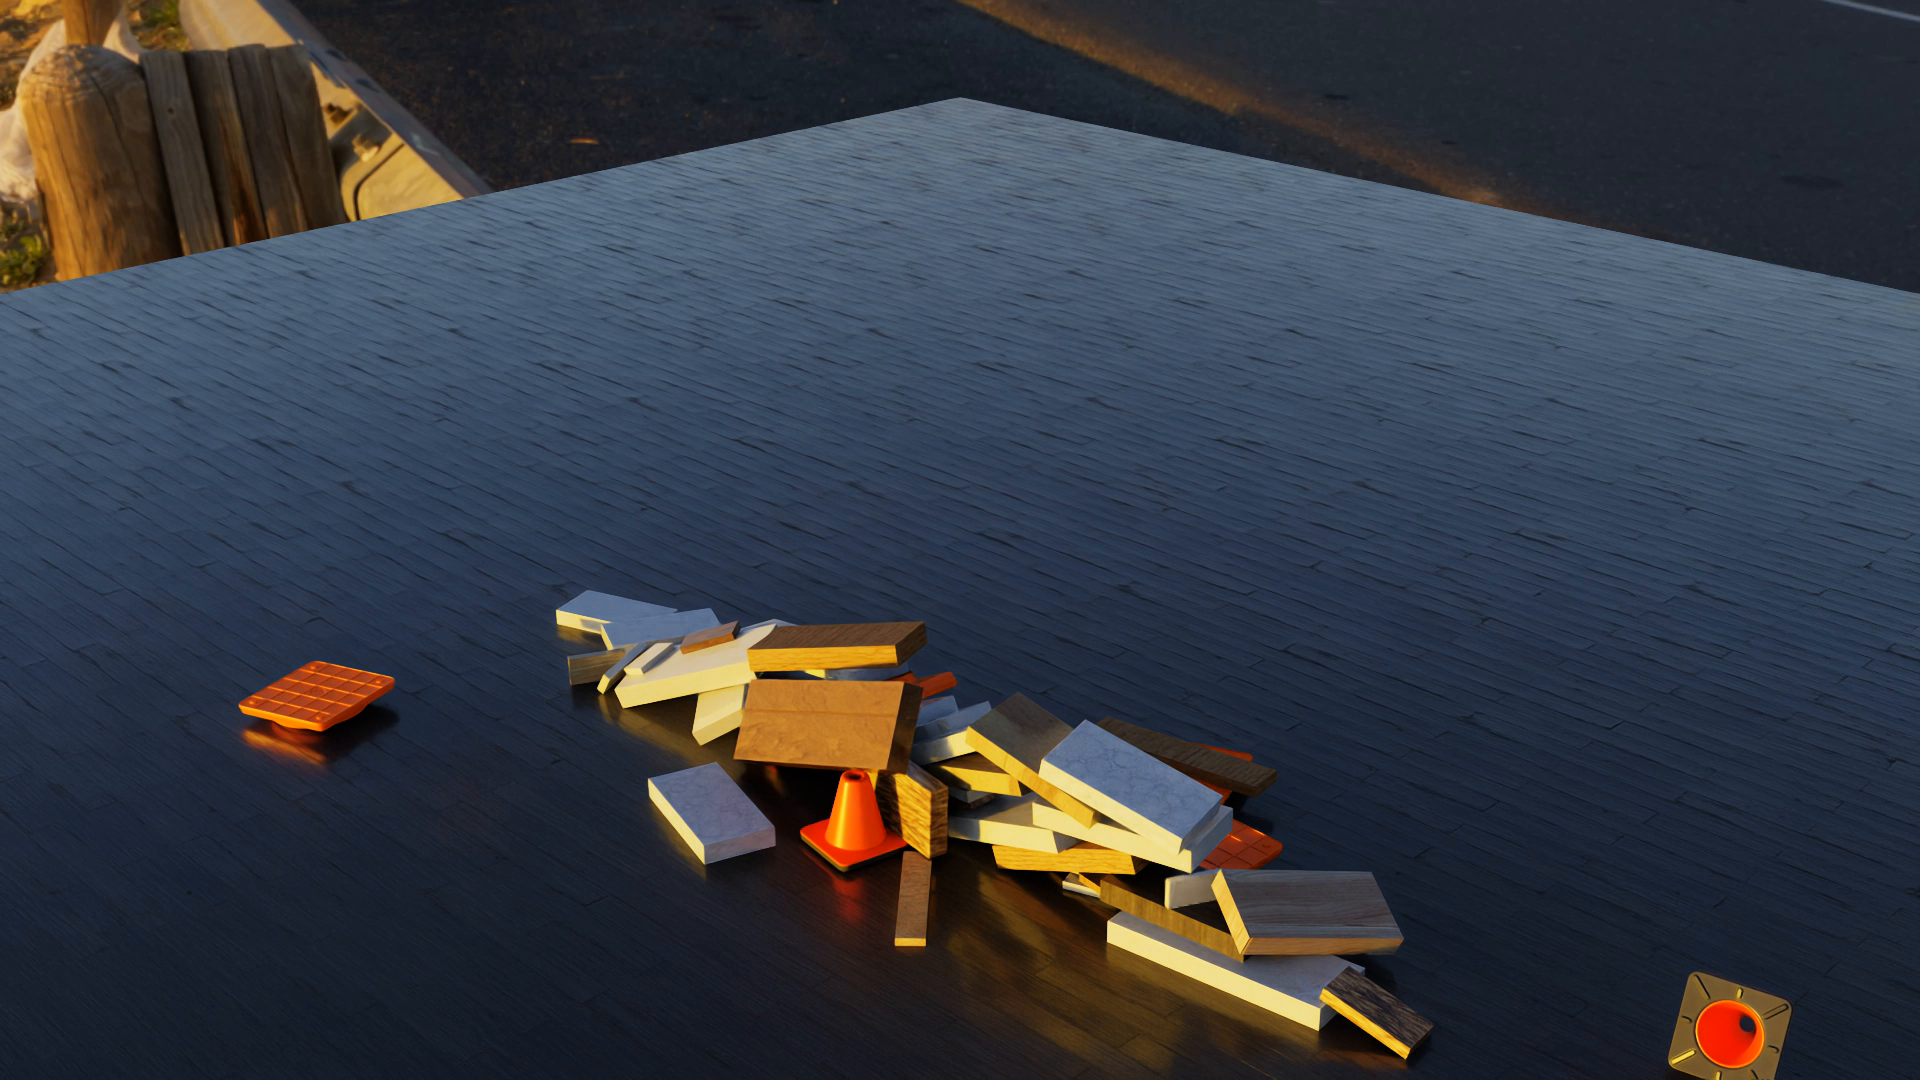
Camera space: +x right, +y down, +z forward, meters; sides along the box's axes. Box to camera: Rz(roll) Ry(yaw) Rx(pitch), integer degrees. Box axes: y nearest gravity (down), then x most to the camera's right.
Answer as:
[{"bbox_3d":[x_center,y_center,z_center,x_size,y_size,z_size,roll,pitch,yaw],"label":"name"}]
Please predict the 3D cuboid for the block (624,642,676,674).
[{"bbox_3d":[-0.697,0.266,4.938,0.056,0.016,0.112,-3,26,41],"label":"block"}]

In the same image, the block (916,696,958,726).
[{"bbox_3d":[-0.160,0.375,4.601,0.112,0.032,0.398,-19,2,-34],"label":"block"}]

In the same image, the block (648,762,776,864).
[{"bbox_3d":[-0.501,0.546,4.420,0.150,0.043,0.301,-12,26,-26],"label":"block"}]

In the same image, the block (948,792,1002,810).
[{"bbox_3d":[0.002,0.514,4.422,0.088,0.025,0.176,-22,7,-35],"label":"block"}]

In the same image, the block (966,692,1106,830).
[{"bbox_3d":[0.174,0.409,4.118,0.301,0.043,0.150,33,42,26],"label":"block"}]

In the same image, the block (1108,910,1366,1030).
[{"bbox_3d":[0.491,0.744,3.949,0.441,0.045,0.157,17,28,35],"label":"block"}]

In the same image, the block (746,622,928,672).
[{"bbox_3d":[-0.264,0.229,4.735,0.346,0.049,0.173,-3,14,21],"label":"block"}]

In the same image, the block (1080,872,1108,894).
[{"bbox_3d":[0.283,0.653,4.161,0.055,0.016,0.111,-16,28,-33],"label":"block"}]

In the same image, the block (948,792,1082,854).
[{"bbox_3d":[0.137,0.541,4.284,0.166,0.047,0.332,-22,13,-36],"label":"block"}]

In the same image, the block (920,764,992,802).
[{"bbox_3d":[-0.004,0.475,4.386,0.088,0.025,0.176,-20,22,-33],"label":"block"}]

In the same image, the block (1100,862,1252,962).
[{"bbox_3d":[0.430,0.663,4.027,0.315,0.045,0.158,18,29,36],"label":"block"}]

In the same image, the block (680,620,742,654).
[{"bbox_3d":[-0.558,0.218,4.919,0.129,0.018,0.064,-16,20,15],"label":"block"}]

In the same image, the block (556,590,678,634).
[{"bbox_3d":[-0.822,0.184,5.279,0.261,0.037,0.131,11,25,24],"label":"block"}]

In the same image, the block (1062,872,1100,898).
[{"bbox_3d":[0.258,0.657,4.192,0.111,0.016,0.055,11,25,24],"label":"block"}]

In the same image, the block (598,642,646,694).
[{"bbox_3d":[-0.763,0.288,4.963,0.018,0.064,0.129,40,50,6],"label":"block"}]

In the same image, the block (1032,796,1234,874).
[{"bbox_3d":[0.321,0.514,4.091,0.332,0.047,0.166,13,29,31],"label":"block"}]

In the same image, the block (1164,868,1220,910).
[{"bbox_3d":[0.426,0.630,3.976,0.112,0.056,0.016,-8,24,-18],"label":"block"}]

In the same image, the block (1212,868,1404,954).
[{"bbox_3d":[0.623,0.667,3.942,0.315,0.045,0.157,4,39,-22],"label":"block"}]

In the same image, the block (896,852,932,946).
[{"bbox_3d":[-0.086,0.674,4.152,0.056,0.016,0.305,1,23,1],"label":"block"}]

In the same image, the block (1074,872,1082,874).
[{"bbox_3d":[0.211,0.618,4.257,0.055,0.016,0.111,-19,18,-37],"label":"block"}]

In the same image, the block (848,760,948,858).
[{"bbox_3d":[-0.125,0.499,4.342,0.041,0.146,0.292,-14,27,-33],"label":"block"}]

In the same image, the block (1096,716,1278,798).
[{"bbox_3d":[0.454,0.447,4.555,0.413,0.025,0.088,16,27,34],"label":"block"}]

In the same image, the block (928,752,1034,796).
[{"bbox_3d":[0.082,0.440,4.261,0.146,0.041,0.292,-20,11,-34],"label":"block"}]

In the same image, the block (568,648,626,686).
[{"bbox_3d":[-0.824,0.288,5.001,0.129,0.064,0.018,-8,24,-18],"label":"block"}]

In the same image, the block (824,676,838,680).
[{"bbox_3d":[-0.366,0.343,4.753,0.122,0.035,0.244,-20,1,-31],"label":"block"}]

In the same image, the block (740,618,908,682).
[{"bbox_3d":[-0.325,0.248,4.882,0.130,0.037,0.565,-16,15,-32],"label":"block"}]

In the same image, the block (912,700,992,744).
[{"bbox_3d":[-0.041,0.375,4.433,0.112,0.032,0.223,-20,-2,-37],"label":"block"}]

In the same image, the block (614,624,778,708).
[{"bbox_3d":[-0.577,0.279,4.880,0.346,0.049,0.173,-13,22,23],"label":"block"}]

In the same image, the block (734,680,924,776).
[{"bbox_3d":[-0.273,0.373,4.440,0.049,0.173,0.534,20,-15,-36],"label":"block"}]

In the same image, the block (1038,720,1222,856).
[{"bbox_3d":[0.312,0.450,4.023,0.301,0.043,0.150,28,40,23],"label":"block"}]

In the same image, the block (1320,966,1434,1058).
[{"bbox_3d":[0.714,0.807,3.765,0.176,0.025,0.088,33,36,26],"label":"block"}]

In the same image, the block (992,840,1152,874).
[{"bbox_3d":[0.243,0.578,4.204,0.332,0.047,0.166,-5,14,41],"label":"block"}]

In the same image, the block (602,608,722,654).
[{"bbox_3d":[-0.690,0.219,5.110,0.261,0.037,0.131,-8,24,-18],"label":"block"}]

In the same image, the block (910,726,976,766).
[{"bbox_3d":[0.003,0.395,4.352,0.146,0.041,0.318,-20,-2,-34],"label":"block"}]

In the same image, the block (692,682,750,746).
[{"bbox_3d":[-0.515,0.353,4.816,0.122,0.035,0.244,-27,21,9],"label":"block"}]
